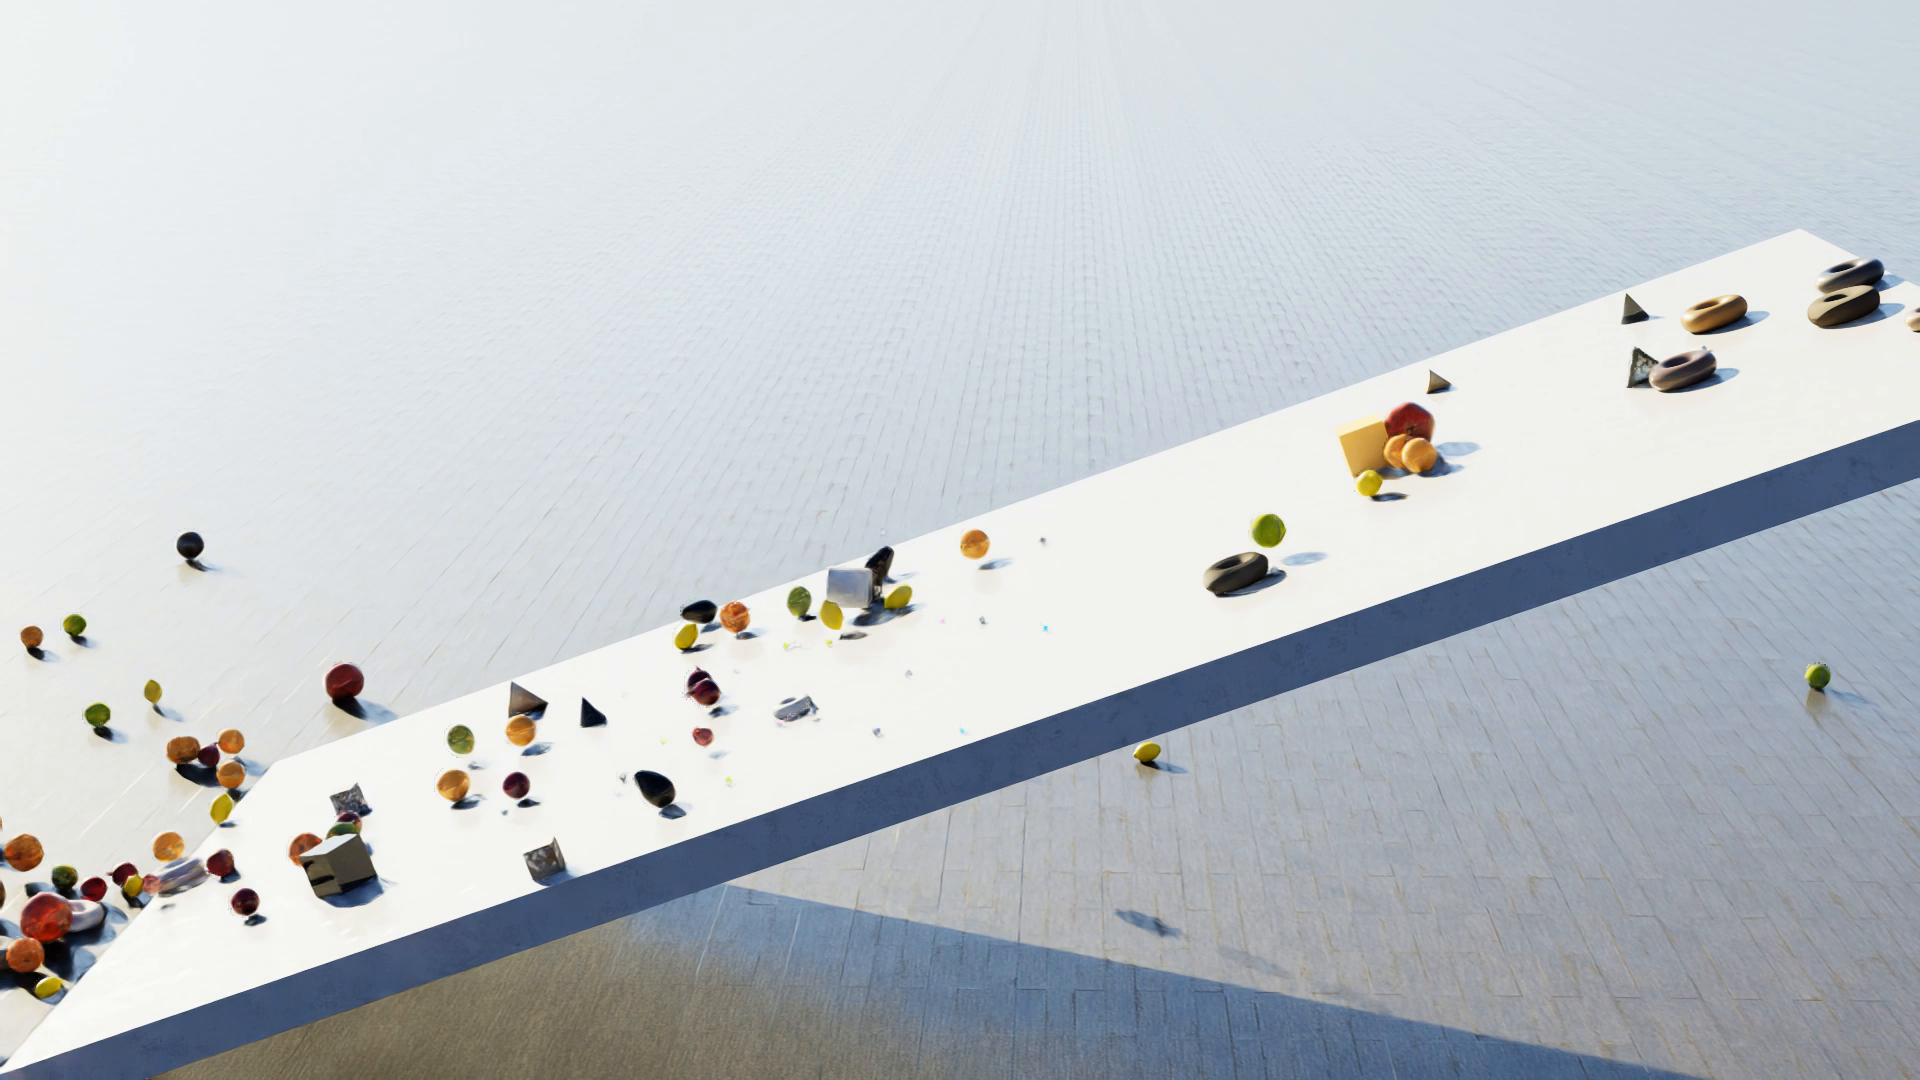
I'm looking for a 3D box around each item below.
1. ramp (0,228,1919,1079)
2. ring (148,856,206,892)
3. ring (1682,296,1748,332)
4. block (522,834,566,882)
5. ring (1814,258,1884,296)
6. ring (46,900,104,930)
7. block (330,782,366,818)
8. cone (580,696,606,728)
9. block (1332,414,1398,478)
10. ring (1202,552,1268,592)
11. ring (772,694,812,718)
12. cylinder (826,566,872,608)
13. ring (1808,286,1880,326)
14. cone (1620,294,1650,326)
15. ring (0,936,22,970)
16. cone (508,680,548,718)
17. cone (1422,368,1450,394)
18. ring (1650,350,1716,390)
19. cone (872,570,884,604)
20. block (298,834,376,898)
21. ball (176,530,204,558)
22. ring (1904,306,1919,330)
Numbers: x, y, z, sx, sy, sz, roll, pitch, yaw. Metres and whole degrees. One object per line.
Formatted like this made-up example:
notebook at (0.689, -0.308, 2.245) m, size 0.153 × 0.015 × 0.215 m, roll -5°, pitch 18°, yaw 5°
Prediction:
ramp at (0.115, 0.177, 6.298) m, size 4.000 × 0.100 × 2.000 m, roll -19°, pitch 11°, yaw 6°
ring at (-1.743, 0.742, 6.545) m, size 0.131 × 0.044 × 0.131 m, roll -20°, pitch 10°, yaw 4°
ring at (1.636, -0.491, 6.382) m, size 0.146 × 0.049 × 0.146 m, roll -20°, pitch 10°, yaw 4°
block at (-0.779, 0.595, 5.503) m, size 0.058 × 0.058 × 0.058 m, roll -20°, pitch 11°, yaw 2°
ring at (1.891, -0.560, 6.253) m, size 0.148 × 0.049 × 0.148 m, roll -20°, pitch 10°, yaw 4°
ring at (-1.984, 0.843, 6.597) m, size 0.124 × 0.041 × 0.124 m, roll 1°, pitch 13°, yaw 0°
block at (-1.378, 0.584, 6.620) m, size 0.054 × 0.054 × 0.054 m, roll -19°, pitch 11°, yaw 9°
cone at (-0.835, 0.379, 6.594) m, size 0.066 × 0.066 × 0.066 m, roll -20°, pitch 11°, yaw 4°
block at (0.861, -0.201, 6.256) m, size 0.097 × 0.097 × 0.097 m, roll -20°, pitch 11°, yaw 3°
ring at (0.536, 0.063, 5.721) m, size 0.135 × 0.045 × 0.135 m, roll -19°, pitch 12°, yaw 4°
ring at (-0.344, 0.340, 6.013) m, size 0.086 × 0.029 × 0.086 m, roll -19°, pitch 12°, yaw 4°
cylinder at (-0.251, 0.108, 6.687) m, size 0.093 × 0.093 × 0.093 m, roll 1°, pitch 13°, yaw 5°
ring at (1.809, -0.479, 6.020) m, size 0.148 × 0.049 × 0.148 m, roll -19°, pitch 10°, yaw 4°
cone at (1.532, -0.535, 6.721) m, size 0.067 × 0.067 × 0.067 m, roll -20°, pitch 11°, yaw 4°
ring at (-2.099, 0.895, 6.356) m, size 0.139 × 0.046 × 0.139 m, roll 1°, pitch 13°, yaw 0°
cone at (-1.021, 0.382, 6.970) m, size 0.094 × 0.094 × 0.094 m, roll 5°, pitch 12°, yaw -9°
cone at (1.103, -0.363, 6.774) m, size 0.060 × 0.060 × 0.060 m, roll 6°, pitch 12°, yaw -5°
ring at (1.472, -0.345, 5.989) m, size 0.141 × 0.047 × 0.141 m, roll -21°, pitch 12°, yaw 5°
cone at (-0.218, 0.119, 6.797) m, size 0.090 × 0.090 × 0.090 m, roll 1°, pitch -15°, yaw 4°
block at (-1.260, 0.659, 5.958) m, size 0.093 × 0.093 × 0.093 m, roll -10°, pitch 15°, yaw 42°
ball at (-2.647, 0.015, 10.108) m, size 0.097 × 0.097 × 0.097 m, roll 0°, pitch 13°, yaw 0°
ring at (1.889, -0.437, 5.715) m, size 0.106 × 0.035 × 0.106 m, roll -20°, pitch 10°, yaw 4°
